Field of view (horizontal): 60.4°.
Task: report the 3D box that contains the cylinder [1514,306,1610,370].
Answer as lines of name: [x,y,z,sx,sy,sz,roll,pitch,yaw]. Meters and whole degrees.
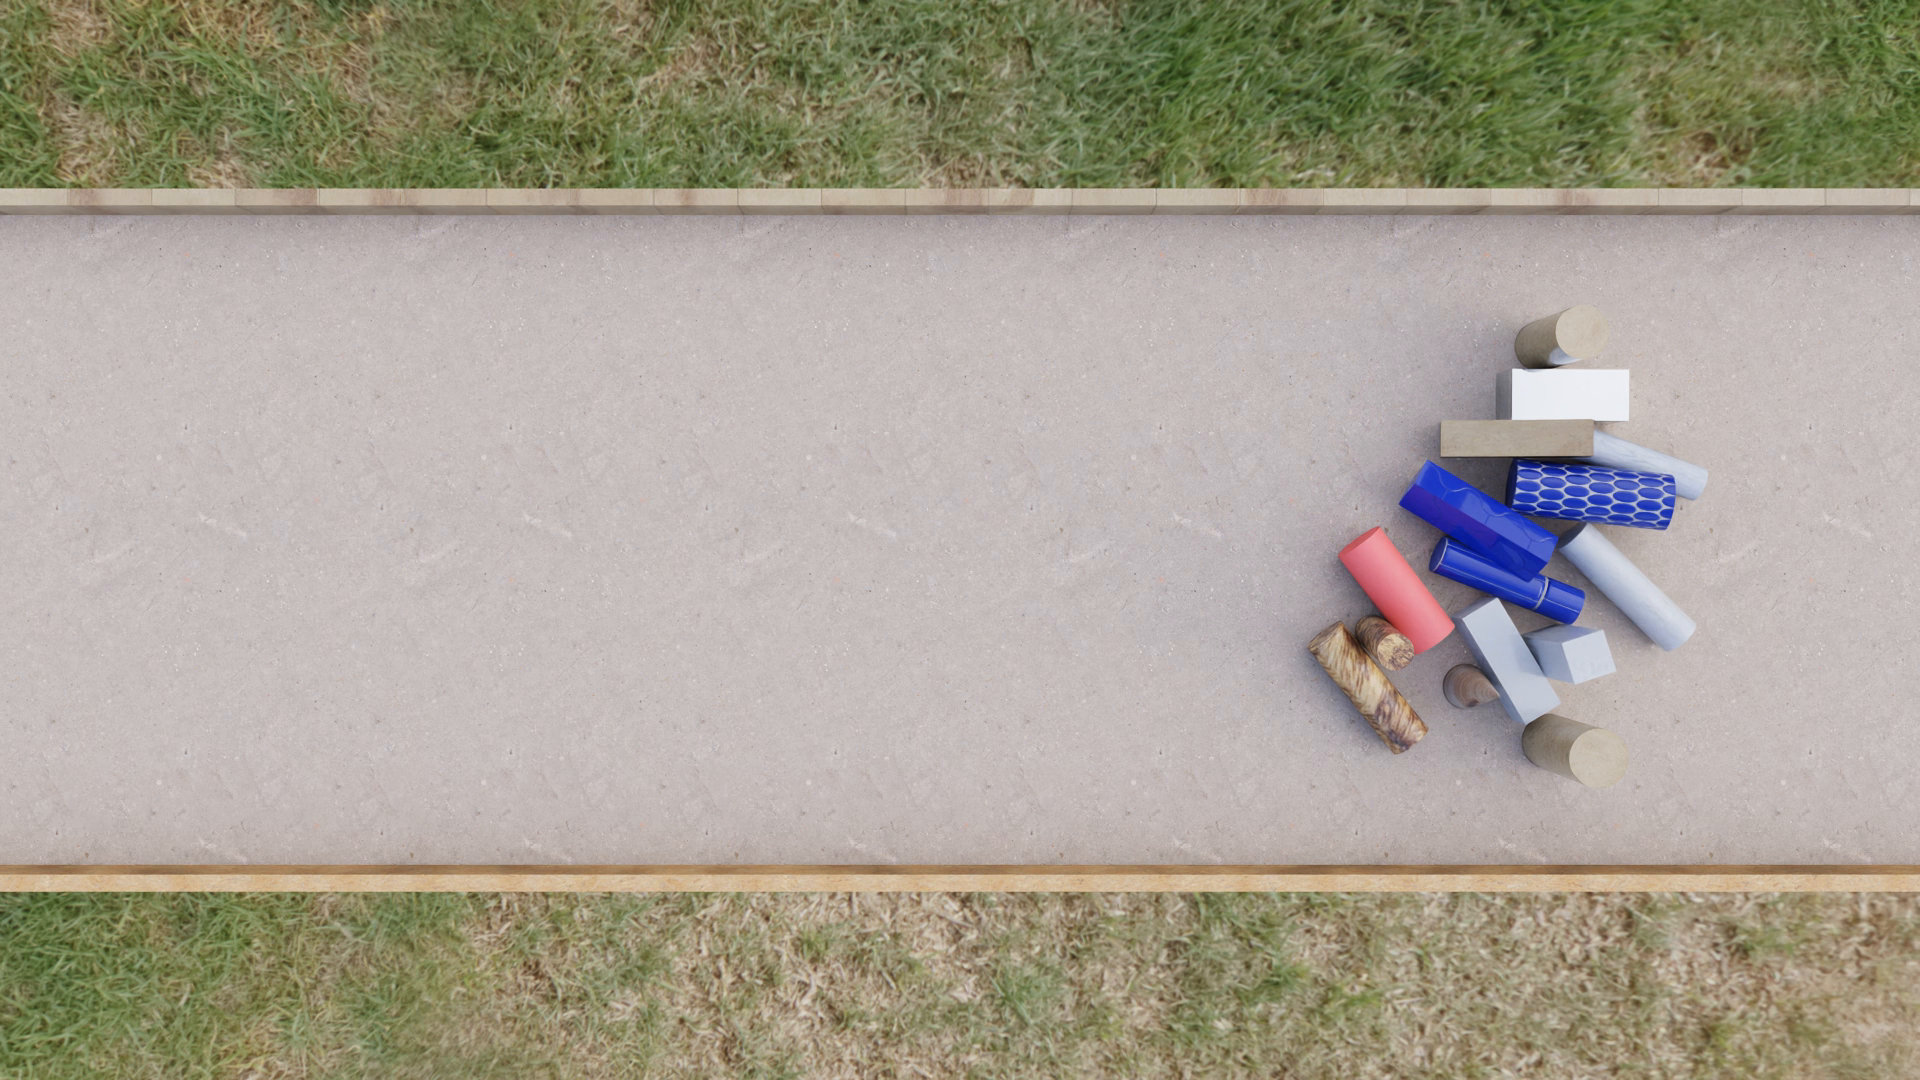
cylinder: [1.784,-0.596,4.902,0.155,0.350,0.155,0,90,0]

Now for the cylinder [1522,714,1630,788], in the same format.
cylinder: [1.813,0.620,4.877,0.170,0.398,0.170,0,90,0]

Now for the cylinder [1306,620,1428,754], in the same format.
cylinder: [1.238,0.448,5.011,0.131,0.131,0.418,-39,90,0]

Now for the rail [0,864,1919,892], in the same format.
rail: [-2.247,1.025,5.001,12.000,0.150,0.050,0,90,0]

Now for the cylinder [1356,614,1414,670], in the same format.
cylinder: [1.254,0.300,4.882,0.104,0.379,0.104,0,96,4]

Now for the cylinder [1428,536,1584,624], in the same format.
cylinder: [1.663,0.124,5.019,0.449,0.115,0.115,21,90,0]

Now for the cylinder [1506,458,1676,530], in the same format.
cylinder: [1.891,-0.139,4.960,0.451,0.171,0.171,7,90,8]

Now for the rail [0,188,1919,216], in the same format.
rail: [-2.247,-1.025,5.002,12.000,0.150,0.050,0,90,0]

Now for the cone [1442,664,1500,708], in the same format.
cone: [1.555,0.450,4.909,0.139,0.335,0.139,0,90,0]

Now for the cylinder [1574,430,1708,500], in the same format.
cylinder: [2.053,-0.238,5.024,0.415,0.105,0.105,20,90,0]

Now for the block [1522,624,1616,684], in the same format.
block: [1.800,0.335,4.898,0.125,0.356,0.125,-18,90,0]

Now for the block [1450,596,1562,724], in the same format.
block: [1.657,0.364,5.014,0.124,0.124,0.372,-31,90,0]

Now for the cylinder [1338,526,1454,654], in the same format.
cylinder: [1.322,0.153,5.000,0.153,0.153,0.374,-37,90,0]

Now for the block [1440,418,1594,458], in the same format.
block: [1.672,-0.304,4.966,0.432,0.109,0.109,0,90,15]

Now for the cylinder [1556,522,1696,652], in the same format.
cylinder: [2.024,0.139,5.015,0.453,0.124,0.124,44,90,0]

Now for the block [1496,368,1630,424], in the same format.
block: [1.823,-0.433,5.001,0.348,0.152,0.152,0,90,0]

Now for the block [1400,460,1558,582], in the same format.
block: [1.562,-0.058,4.972,0.450,0.113,0.113,32,55,7]
